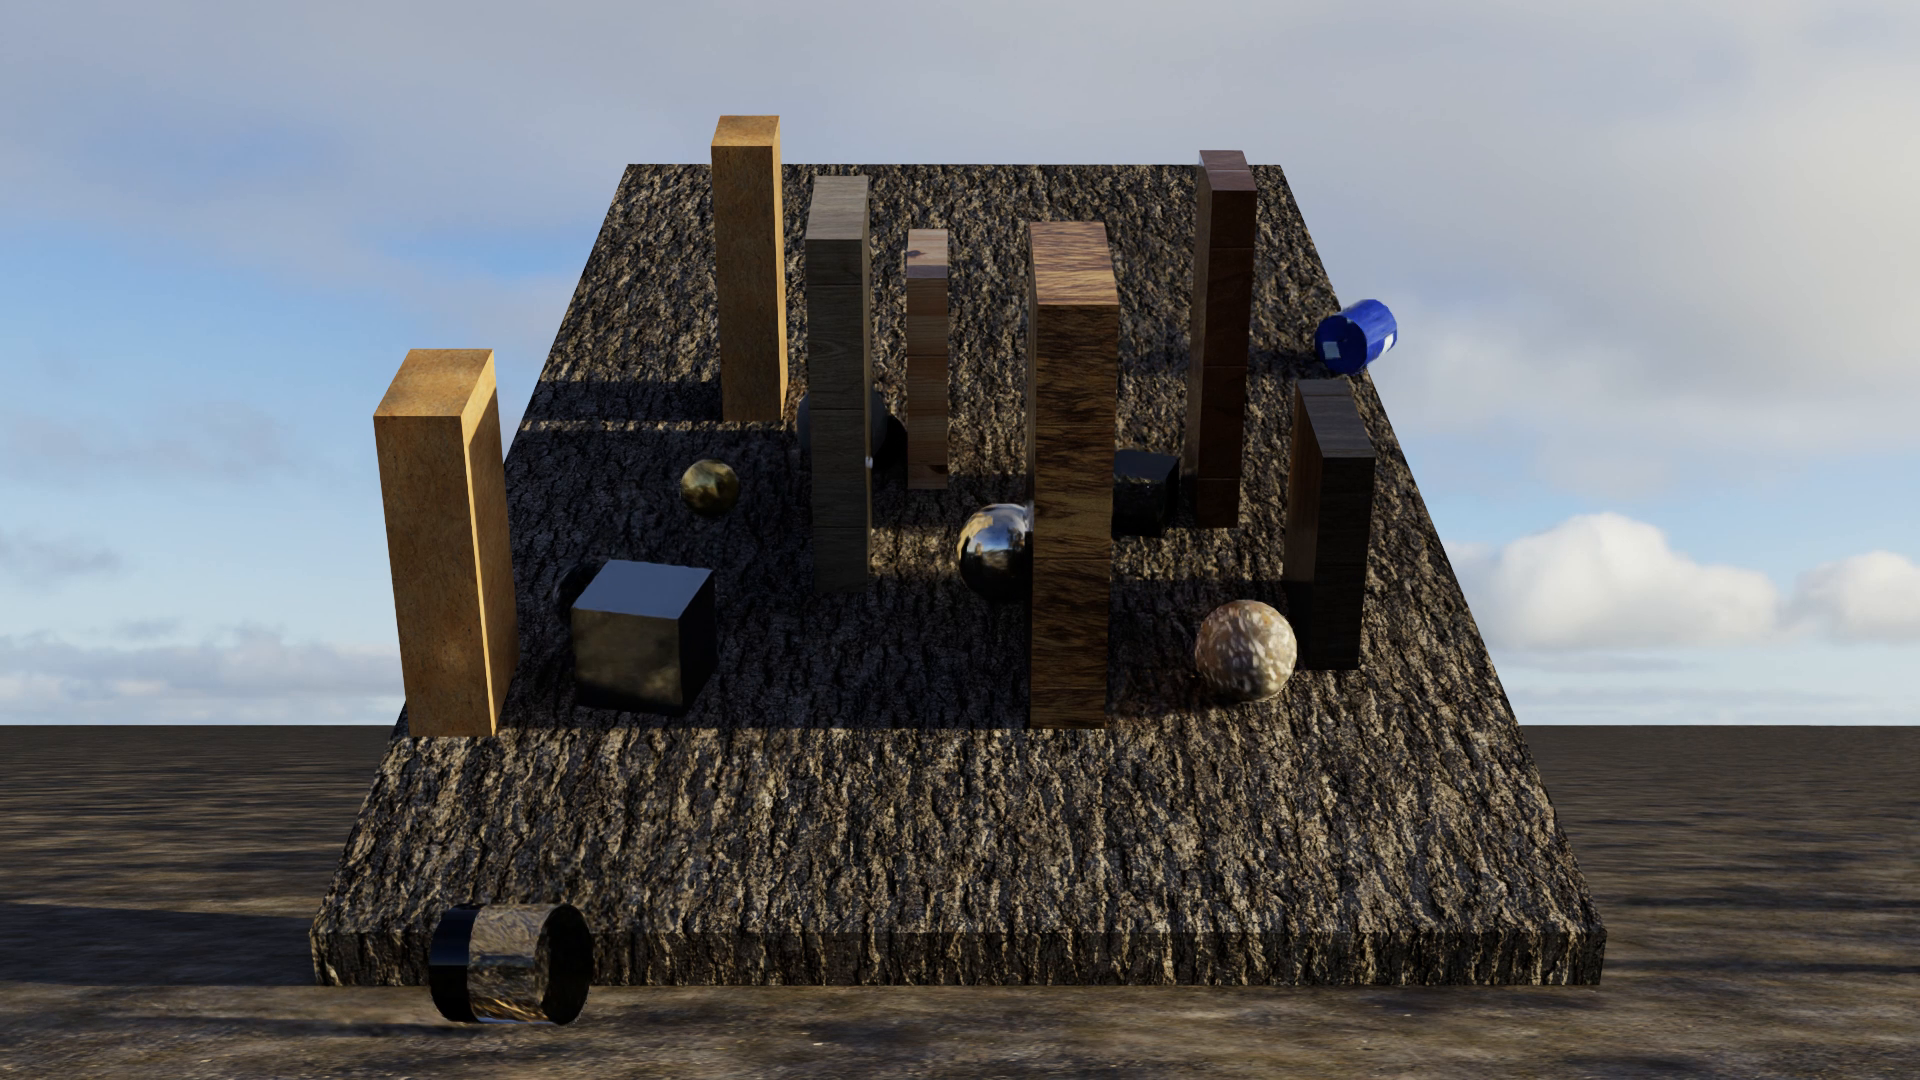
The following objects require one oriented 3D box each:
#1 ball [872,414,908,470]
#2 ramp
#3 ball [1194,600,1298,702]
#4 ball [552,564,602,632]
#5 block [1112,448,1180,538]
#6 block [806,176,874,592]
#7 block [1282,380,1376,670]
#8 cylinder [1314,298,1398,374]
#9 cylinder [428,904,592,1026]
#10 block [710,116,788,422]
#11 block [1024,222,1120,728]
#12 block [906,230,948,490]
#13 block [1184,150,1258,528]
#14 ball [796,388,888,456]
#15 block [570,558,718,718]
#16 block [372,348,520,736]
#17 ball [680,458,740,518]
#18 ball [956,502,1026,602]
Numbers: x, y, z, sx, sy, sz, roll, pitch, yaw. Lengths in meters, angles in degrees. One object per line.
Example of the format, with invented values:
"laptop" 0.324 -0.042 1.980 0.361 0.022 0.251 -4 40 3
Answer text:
"ball" -0.179 -0.216 5.165 0.128 0.128 0.128 0 -4 0
"ramp" -0.010 -0.229 5.450 2.000 0.100 4.000 0 26 0
"ball" 0.516 0.199 4.254 0.184 0.184 0.184 0 -4 0
"ball" -0.706 0.113 4.479 0.136 0.136 0.136 0 -4 0
"block" 0.377 -0.097 4.922 0.130 0.130 0.130 9 27 18
"block" -0.234 -0.310 4.669 0.105 0.731 0.388 0 26 0
"block" 0.691 -0.033 4.447 0.094 0.433 0.366 0 26 0
"cylinder" 0.961 -0.495 5.717 0.146 0.146 0.146 -4 18 42
"cylinder" -0.596 0.563 3.136 0.157 0.157 0.157 -3 -5 19
"block" -0.477 -0.619 5.390 0.134 0.652 0.241 0 26 0
"block" 0.191 -0.117 4.198 0.132 0.800 0.423 0 26 0
"block" -0.070 -0.396 5.129 0.085 0.482 0.315 0 26 0
"block" 0.536 -0.413 4.884 0.089 0.732 0.269 0 26 0
"ball" -0.252 -0.250 5.023 0.196 0.196 0.196 0 -4 0
"block" -0.570 0.176 4.278 0.200 0.200 0.200 6 27 11
"block" -0.896 0.005 4.155 0.145 0.614 0.303 0 26 0
"ball" -0.525 -0.109 4.947 0.124 0.124 0.124 0 -4 0
"ball" 0.087 0.023 4.602 0.193 0.193 0.193 0 -4 0
